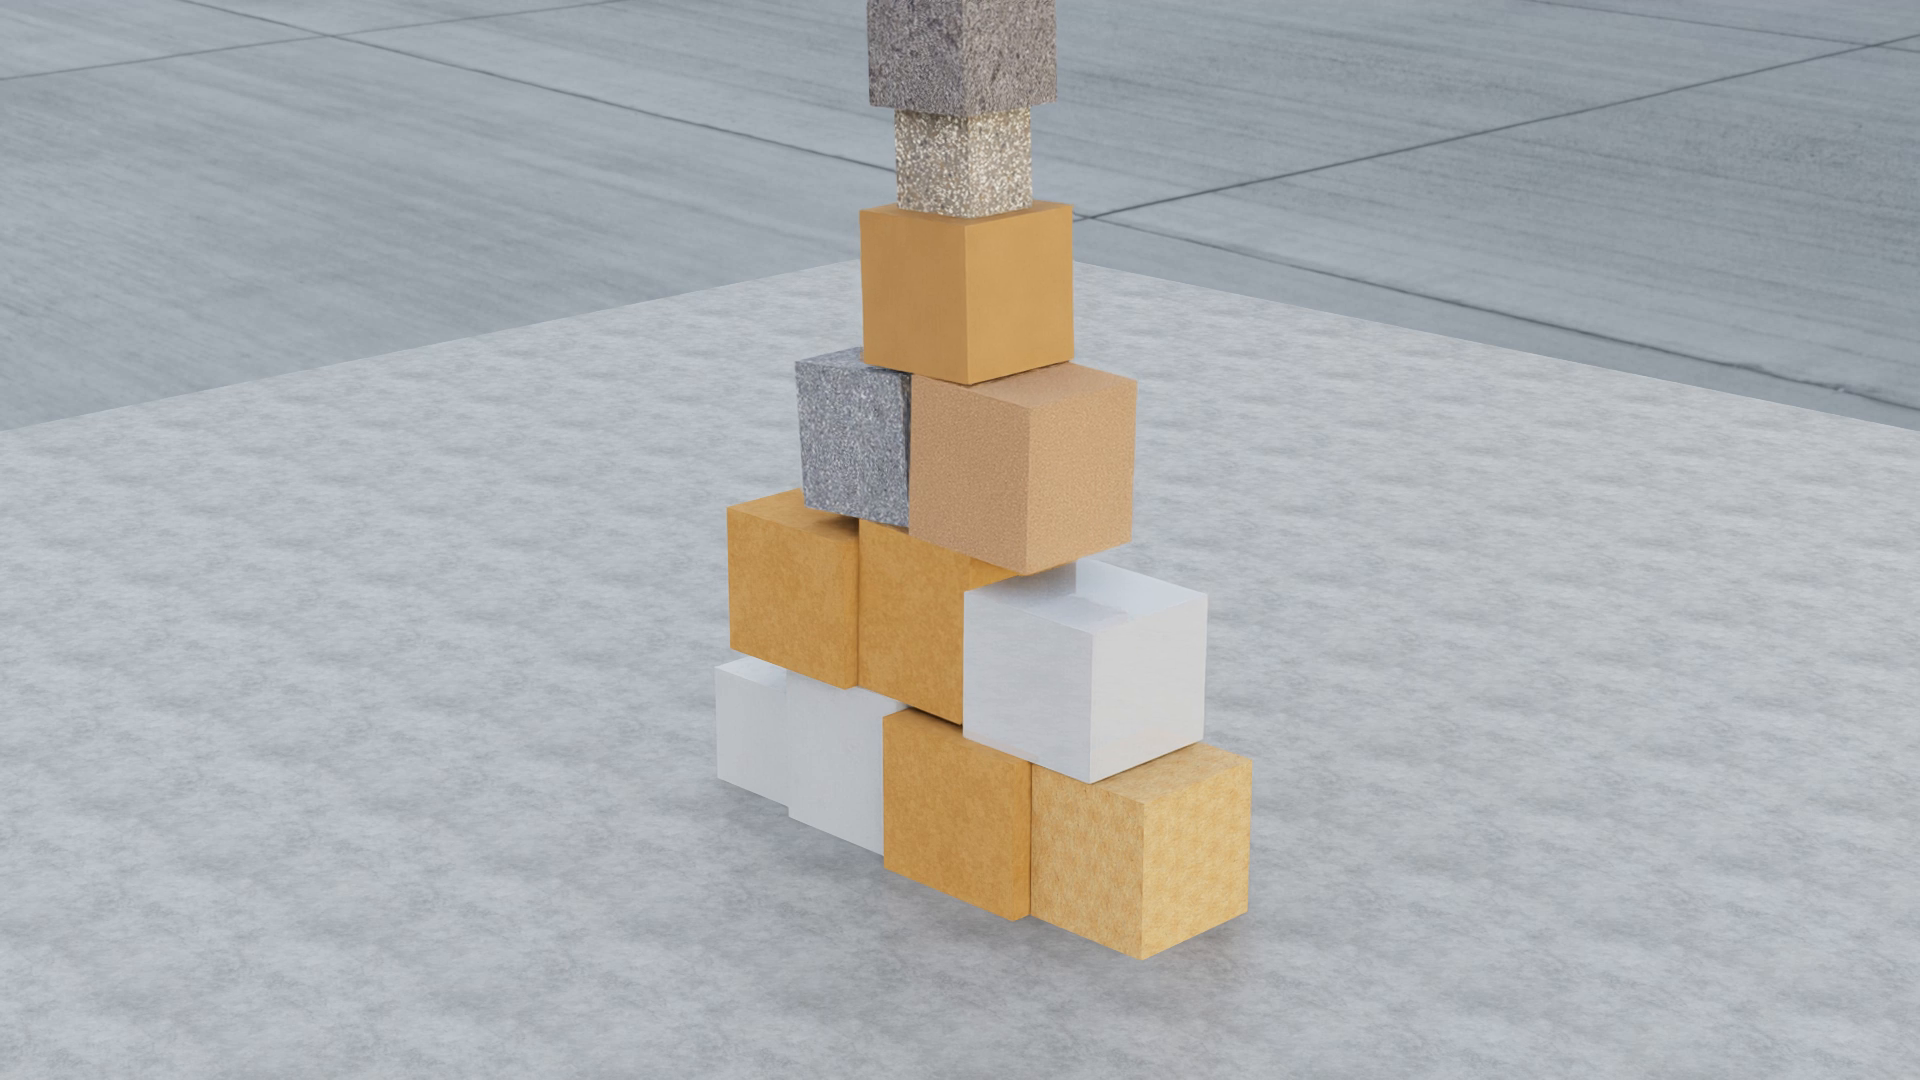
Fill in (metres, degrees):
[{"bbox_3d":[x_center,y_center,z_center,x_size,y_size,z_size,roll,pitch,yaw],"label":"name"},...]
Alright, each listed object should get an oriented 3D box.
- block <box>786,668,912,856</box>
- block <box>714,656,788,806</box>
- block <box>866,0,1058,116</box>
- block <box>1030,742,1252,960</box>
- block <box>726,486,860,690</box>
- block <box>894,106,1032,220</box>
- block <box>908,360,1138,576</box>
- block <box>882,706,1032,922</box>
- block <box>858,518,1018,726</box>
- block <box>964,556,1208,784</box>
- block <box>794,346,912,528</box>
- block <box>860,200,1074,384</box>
[{"bbox_3d":[-0.304,0.958,13.977,0.718,0.792,0.751,-17,24,-42],"label":"block"},{"bbox_3d":[-0.795,0.910,14.472,0.547,0.585,0.612,-17,24,-42],"label":"block"},{"bbox_3d":[0.008,-2.188,12.673,0.568,0.604,0.586,-17,22,-42],"label":"block"},{"bbox_3d":[0.799,1.316,12.947,0.713,0.726,0.656,-17,24,-42],"label":"block"},{"bbox_3d":[-0.540,0.185,13.937,0.781,0.706,0.806,-17,24,-42],"label":"block"},{"bbox_3d":[0.015,-1.678,12.816,0.385,0.455,0.452,-17,22,-42],"label":"block"},{"bbox_3d":[0.274,-0.358,12.947,0.678,0.745,0.723,-17,25,-42],"label":"block"},{"bbox_3d":[0.241,1.156,13.426,0.846,0.744,0.828,-17,24,-42],"label":"block"},{"bbox_3d":[0.034,0.296,13.425,0.700,0.807,0.704,-17,25,-42],"label":"block"},{"bbox_3d":[0.550,0.557,12.955,0.747,0.681,0.765,-17,25,-42],"label":"block"},{"bbox_3d":[-0.270,-0.502,13.453,0.626,0.687,0.699,-17,20,-42],"label":"block"},{"bbox_3d":[0.033,-1.130,12.979,0.669,0.690,0.655,-17,22,-42],"label":"block"}]
